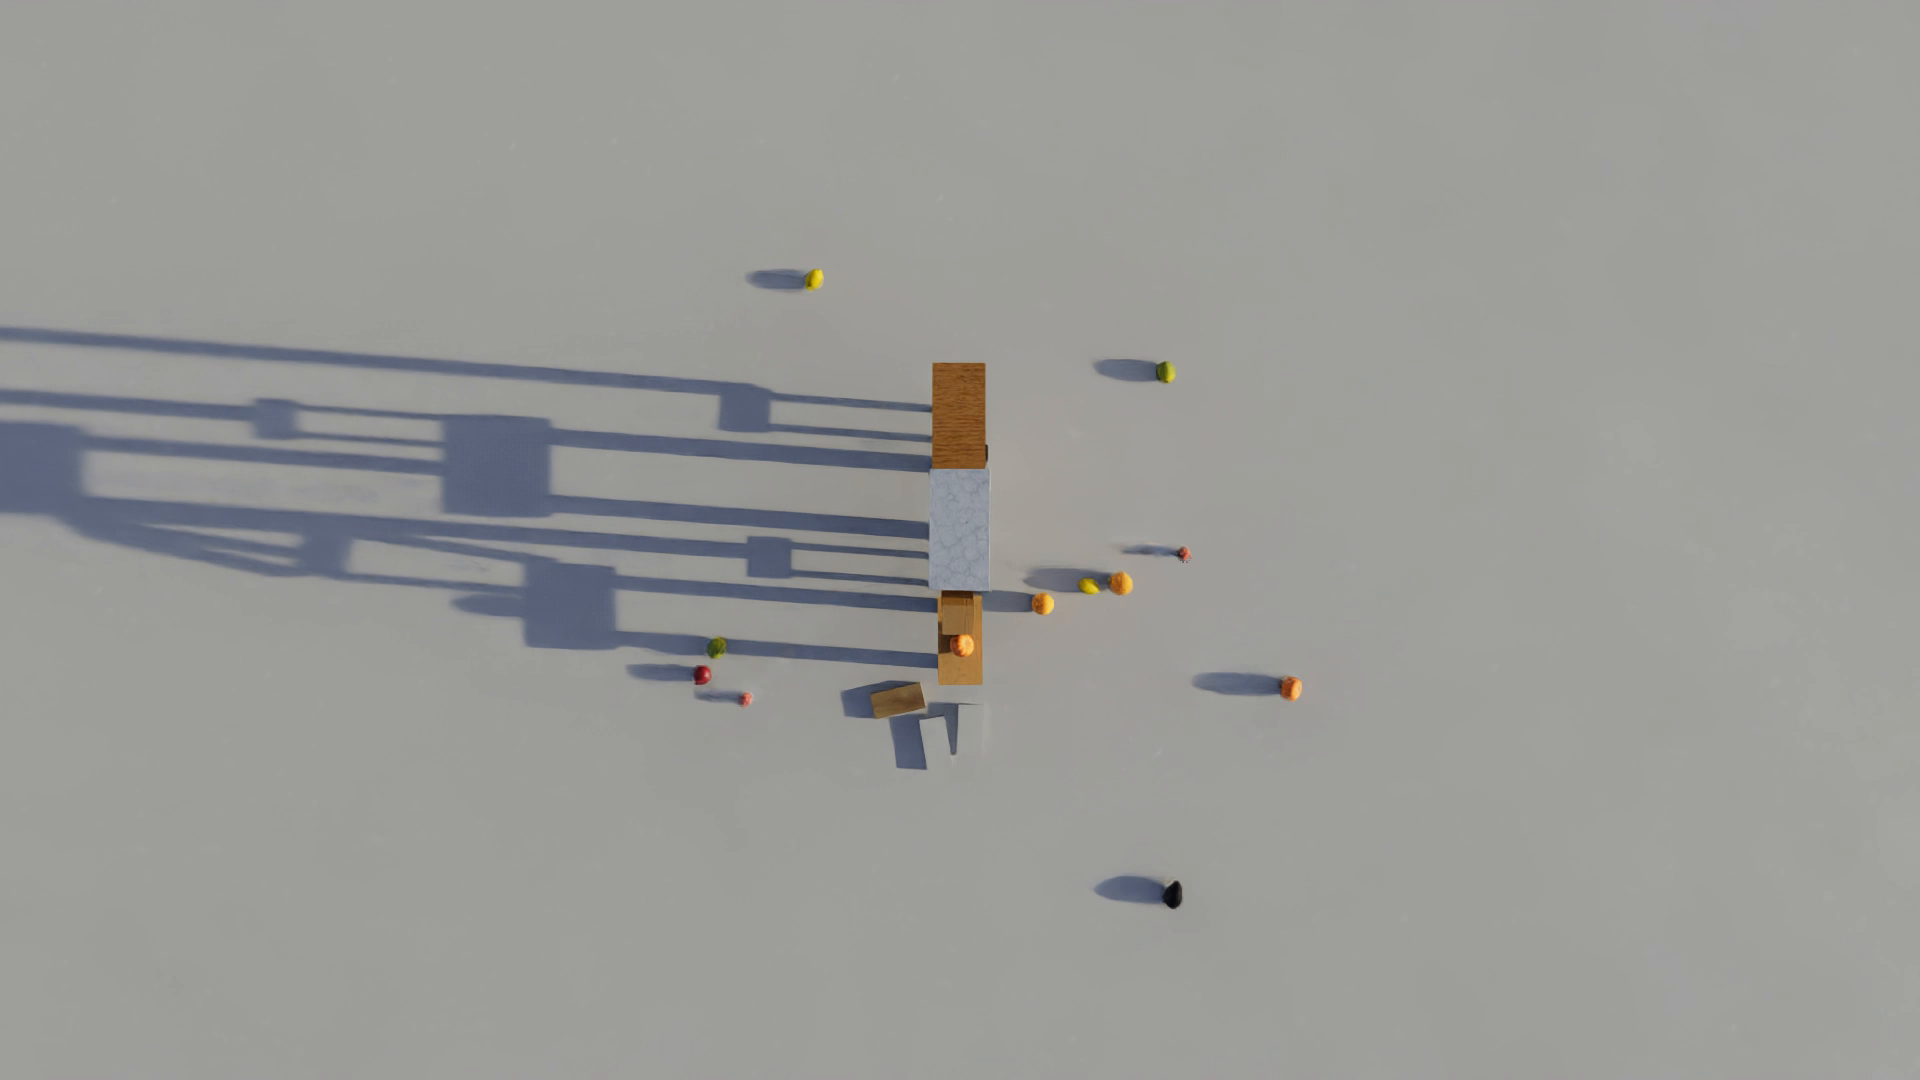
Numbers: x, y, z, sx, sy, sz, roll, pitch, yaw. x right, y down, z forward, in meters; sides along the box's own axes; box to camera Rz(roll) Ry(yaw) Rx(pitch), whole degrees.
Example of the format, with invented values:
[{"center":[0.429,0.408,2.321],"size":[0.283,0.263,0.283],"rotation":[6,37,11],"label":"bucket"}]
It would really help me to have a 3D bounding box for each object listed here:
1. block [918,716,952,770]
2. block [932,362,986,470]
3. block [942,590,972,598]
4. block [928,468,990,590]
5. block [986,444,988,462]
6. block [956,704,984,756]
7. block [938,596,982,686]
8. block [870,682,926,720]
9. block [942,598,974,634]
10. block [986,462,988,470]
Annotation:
[{"center":[-0.080,0.676,5.488],"size":[0.085,0.024,0.171],"rotation":[-10,90,0],"label":"block"},{"center":[-0.003,-0.349,4.648],"size":[0.149,0.042,0.298],"rotation":[0,90,0],"label":"block"},{"center":[-0.008,0.178,4.912],"size":[0.093,0.185,0.026],"rotation":[0,72,0],"label":"block"},{"center":[-0.001,-0.028,4.426],"size":[0.162,0.046,0.323],"rotation":[0,90,0],"label":"block"},{"center":[0.005,-0.248,4.818],"size":[0.149,0.298,0.042],"rotation":[0,90,0],"label":"block"},{"center":[0.035,0.633,5.488],"size":[0.086,0.024,0.171],"rotation":[2,90,0],"label":"block"},{"center":[0.001,0.316,5.201],"size":[0.140,0.040,0.279],"rotation":[-1,90,0],"label":"block"},{"center":[-0.207,0.535,5.488],"size":[0.171,0.024,0.086],"rotation":[-13,90,0],"label":"block"},{"center":[-0.005,0.228,4.914],"size":[0.093,0.185,0.026],"rotation":[1,59,0],"label":"block"},{"center":[0.005,-0.134,5.144],"size":[0.166,0.047,0.332],"rotation":[0,90,0],"label":"block"}]
